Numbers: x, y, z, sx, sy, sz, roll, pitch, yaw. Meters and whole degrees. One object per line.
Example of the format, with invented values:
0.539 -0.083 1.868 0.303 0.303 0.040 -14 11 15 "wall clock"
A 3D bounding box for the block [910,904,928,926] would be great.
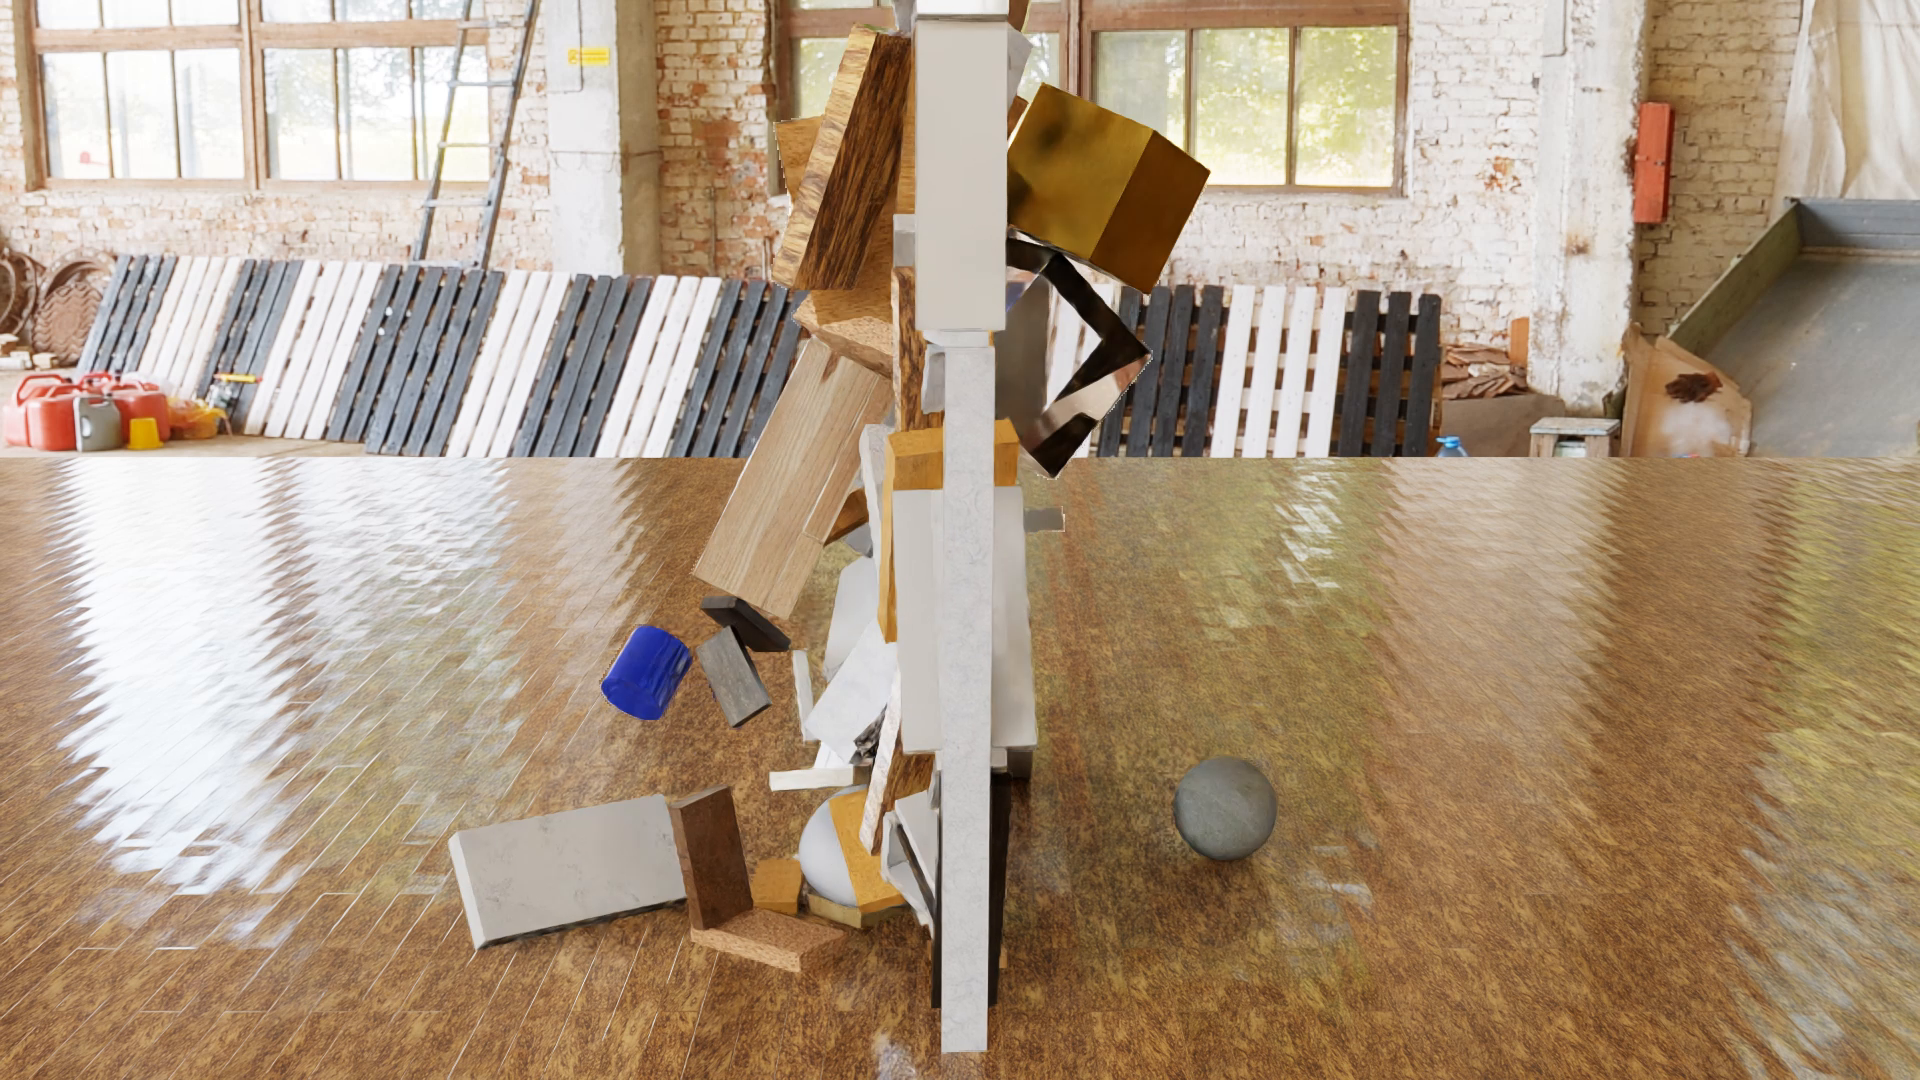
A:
-0.019 0.562 3.439 0.114 0.032 0.228 -20 -5 -6 "block"

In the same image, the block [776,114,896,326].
-0.172 -0.494 3.348 0.154 0.308 0.044 -11 12 2 "block"

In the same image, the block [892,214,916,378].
-0.028 -0.344 3.125 0.135 0.269 0.038 -1 46 -3 "block"

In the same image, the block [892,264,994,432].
-0.023 -0.256 3.072 0.135 0.269 0.038 -8 31 -13 "block"

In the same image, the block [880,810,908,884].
-0.079 0.455 3.322 0.076 0.152 0.022 -17 50 -21 "block"

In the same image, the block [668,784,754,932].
-0.387 0.494 3.426 0.029 0.203 0.102 3 18 45 "block"

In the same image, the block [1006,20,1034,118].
0.044 -0.745 3.450 0.031 0.110 0.220 -34 27 39 "block"

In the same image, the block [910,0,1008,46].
-0.003 -0.687 2.894 0.116 0.033 0.231 -1 2 -3 "block"

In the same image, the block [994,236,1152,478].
0.090 -0.321 3.748 0.273 0.273 0.273 44 -10 -33 "block"

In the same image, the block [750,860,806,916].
-0.303 0.575 3.644 0.080 0.023 0.160 1 16 2 "block"

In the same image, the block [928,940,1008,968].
0.010 0.619 3.290 0.099 0.028 0.199 -1 -6 -6 "block"

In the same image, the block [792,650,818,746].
-0.259 0.264 3.679 0.021 0.151 0.076 -7 -12 -8 "block"

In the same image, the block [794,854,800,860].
-0.197 0.539 3.801 0.160 0.023 0.080 -6 -11 -30 "block"

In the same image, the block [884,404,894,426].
-0.101 -0.171 3.654 0.059 0.117 0.017 -15 -4 -4 "block"

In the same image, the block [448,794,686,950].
-0.621 0.527 3.523 0.357 0.179 0.051 -7 -21 -34 "block"

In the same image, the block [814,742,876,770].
-0.127 0.231 3.714 0.051 0.357 0.179 27 -18 -31 "block"

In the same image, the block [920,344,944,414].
-0.018 -0.225 3.027 0.063 0.126 0.018 -10 55 -13 "block"

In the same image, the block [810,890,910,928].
-0.128 0.582 3.623 0.114 0.032 0.228 8 14 40 "block"

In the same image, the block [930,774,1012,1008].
0.013 0.498 3.087 0.095 0.418 0.027 -1 34 -6 "block"

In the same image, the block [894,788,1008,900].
-0.014 0.451 3.199 0.095 0.191 0.027 -17 -27 -18 "block"

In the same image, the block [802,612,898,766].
-0.145 0.236 3.531 0.114 0.229 0.032 36 4 35 "block"

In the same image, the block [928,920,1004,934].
-0.003 0.537 3.263 0.099 0.028 0.199 -19 22 -2 "block"

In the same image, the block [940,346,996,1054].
0.009 0.230 2.922 0.063 0.982 0.018 -1 15 -6 "block"

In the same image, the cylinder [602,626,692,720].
-0.582 0.248 4.096 0.126 0.126 0.126 6 51 29 "cylinder"

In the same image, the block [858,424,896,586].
-0.055 -0.029 3.466 0.168 0.336 0.048 3 -35 -19 "block"

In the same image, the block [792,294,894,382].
-0.120 -0.303 3.563 0.168 0.048 0.336 37 -7 -37 "block"

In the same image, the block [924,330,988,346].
-0.006 -0.272 2.921 0.063 0.018 0.126 -2 10 -11 "block"

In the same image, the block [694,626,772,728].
-0.374 0.226 3.634 0.076 0.151 0.021 -34 -21 17 "block"

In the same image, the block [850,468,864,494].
-0.106 -0.255 3.922 0.176 0.353 0.050 2 -19 0 "block"

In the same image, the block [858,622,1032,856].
-0.025 0.290 3.320 0.180 0.404 0.051 0 28 -25 "block"

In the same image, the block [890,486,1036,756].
0.003 0.110 3.025 0.180 0.360 0.051 -2 -13 -3 "block"

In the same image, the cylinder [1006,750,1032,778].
0.012 0.340 4.319 0.254 0.254 0.254 0 11 0 "cylinder"

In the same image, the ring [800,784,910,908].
-0.094 0.480 3.588 0.345 0.115 0.345 -13 21 5 "ring"

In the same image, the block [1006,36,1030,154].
0.018 -0.749 3.886 0.152 0.303 0.043 11 8 5 "block"

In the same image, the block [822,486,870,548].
-0.233 -0.017 3.680 0.257 0.017 0.058 -30 52 -7 "block"

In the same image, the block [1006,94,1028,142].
0.007 -0.631 3.516 0.110 0.220 0.031 28 6 -14 "block"

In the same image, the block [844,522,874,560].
-0.138 -0.028 3.696 0.059 0.117 0.017 33 -8 40 "block"

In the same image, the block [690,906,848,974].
-0.298 0.619 3.425 0.228 0.032 0.114 8 13 36 "block"

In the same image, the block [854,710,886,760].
-0.049 0.260 3.428 0.114 0.229 0.032 20 30 -51 "block"

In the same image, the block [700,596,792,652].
-0.358 0.141 3.676 0.076 0.021 0.151 -3 -33 37 "block"

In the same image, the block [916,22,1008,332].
0.001 -0.471 2.859 0.116 0.395 0.033 -1 11 -6 "block"

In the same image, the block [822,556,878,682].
-0.155 0.117 3.713 0.137 0.039 0.274 -33 29 28 "block"

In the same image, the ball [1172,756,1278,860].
0.462 0.468 3.832 0.181 0.181 0.181 0 11 0 "ball"

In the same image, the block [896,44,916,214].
-0.020 -0.556 3.022 0.116 0.231 0.033 5 23 -5 "block"

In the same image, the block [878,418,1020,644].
-0.020 -0.009 3.195 0.180 0.360 0.051 -8 43 -14 "block"

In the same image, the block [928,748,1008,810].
0.010 0.332 3.052 0.095 0.027 0.191 -2 -23 -5 "block"

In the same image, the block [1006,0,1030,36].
0.024 -0.845 3.754 0.152 0.043 0.303 10 45 4 "block"

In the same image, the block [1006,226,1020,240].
-0.007 -0.109 4.091 0.176 1.256 0.050 3 -6 8 "block"

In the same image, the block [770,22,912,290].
-0.152 -0.547 3.175 0.044 0.384 0.154 30 21 27 "block"

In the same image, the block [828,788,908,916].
-0.132 0.480 3.430 0.102 0.029 0.203 -16 50 -6 "block"

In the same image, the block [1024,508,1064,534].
0.045 -0.025 3.880 0.137 0.039 0.274 -7 -2 39 "block"

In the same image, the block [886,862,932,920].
-0.046 0.514 3.272 0.076 0.022 0.152 -20 21 -18 "block"

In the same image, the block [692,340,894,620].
-0.267 -0.098 3.598 0.168 0.428 0.048 27 -5 -9 "block"

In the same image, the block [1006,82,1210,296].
0.225 -0.577 3.627 0.230 0.230 0.230 30 7 30 "block"

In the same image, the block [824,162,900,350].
-0.124 -0.428 3.811 0.152 0.573 0.043 19 -2 -27 "block"

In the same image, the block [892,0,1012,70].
-0.020 -0.781 3.178 0.154 0.044 0.308 -16 -31 -2 "block"

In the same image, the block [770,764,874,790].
-0.199 0.378 3.499 0.102 0.029 0.203 3 -9 -44 "block"

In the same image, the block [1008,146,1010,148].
-0.034 -0.588 4.000 0.176 0.050 0.353 12 56 15 "block"

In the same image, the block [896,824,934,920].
-0.030 0.476 3.210 0.076 0.152 0.022 -16 -27 -17 "block"
